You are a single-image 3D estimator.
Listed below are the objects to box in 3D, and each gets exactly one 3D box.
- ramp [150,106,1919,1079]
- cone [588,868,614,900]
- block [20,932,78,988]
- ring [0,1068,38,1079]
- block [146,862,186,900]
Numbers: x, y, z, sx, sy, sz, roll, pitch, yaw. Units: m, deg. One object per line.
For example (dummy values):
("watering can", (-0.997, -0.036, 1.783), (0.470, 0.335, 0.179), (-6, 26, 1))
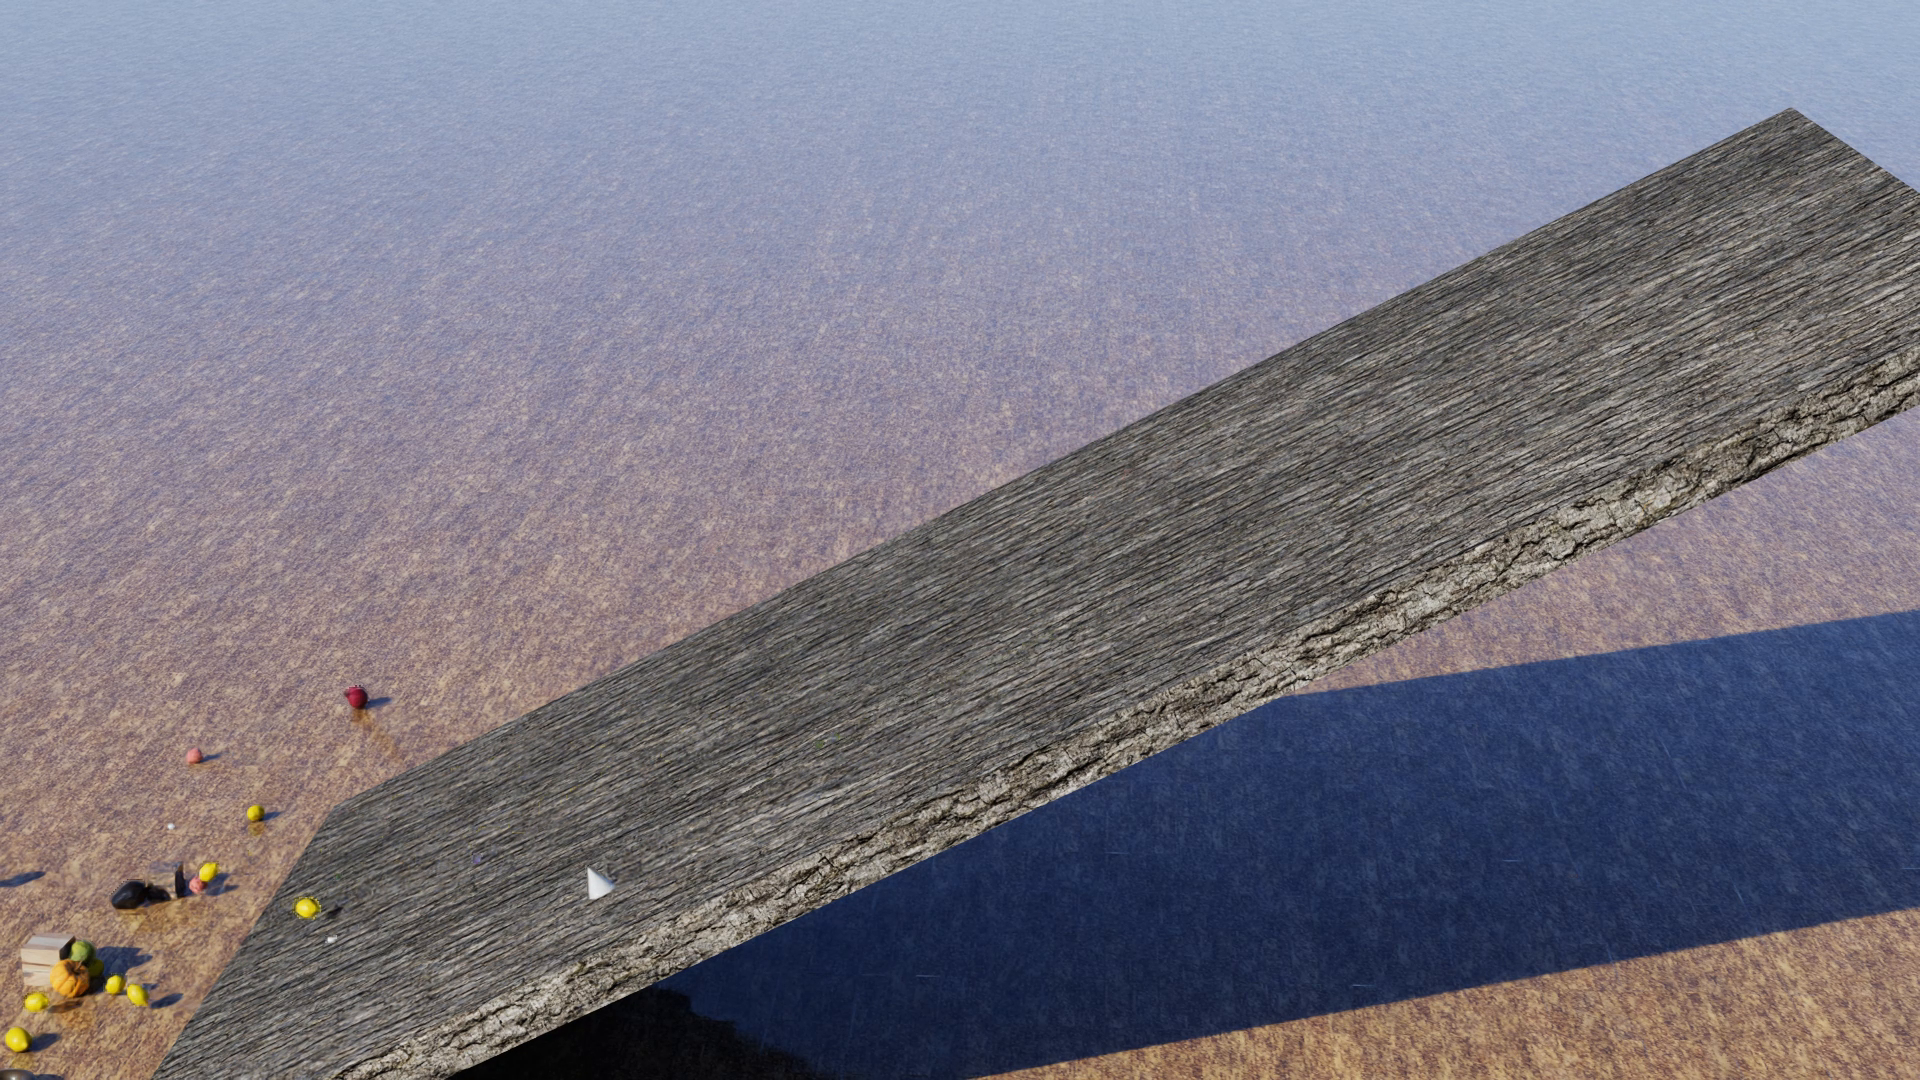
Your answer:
("ramp", (0.139, 0.168, 6.281), (4.000, 0.100, 2.000), (-26, 14, 10))
("cone", (-0.718, 0.668, 5.784), (0.057, 0.057, 0.057), (-26, 14, 7))
("block", (-2.100, 0.968, 6.786), (0.091, 0.091, 0.091), (2, 17, 7))
("ring", (-2.016, 1.162, 6.229), (0.130, 0.043, 0.130), (1, 17, 0))
("block", (-1.958, 0.839, 7.248), (0.071, 0.071, 0.071), (0, 17, 2))
